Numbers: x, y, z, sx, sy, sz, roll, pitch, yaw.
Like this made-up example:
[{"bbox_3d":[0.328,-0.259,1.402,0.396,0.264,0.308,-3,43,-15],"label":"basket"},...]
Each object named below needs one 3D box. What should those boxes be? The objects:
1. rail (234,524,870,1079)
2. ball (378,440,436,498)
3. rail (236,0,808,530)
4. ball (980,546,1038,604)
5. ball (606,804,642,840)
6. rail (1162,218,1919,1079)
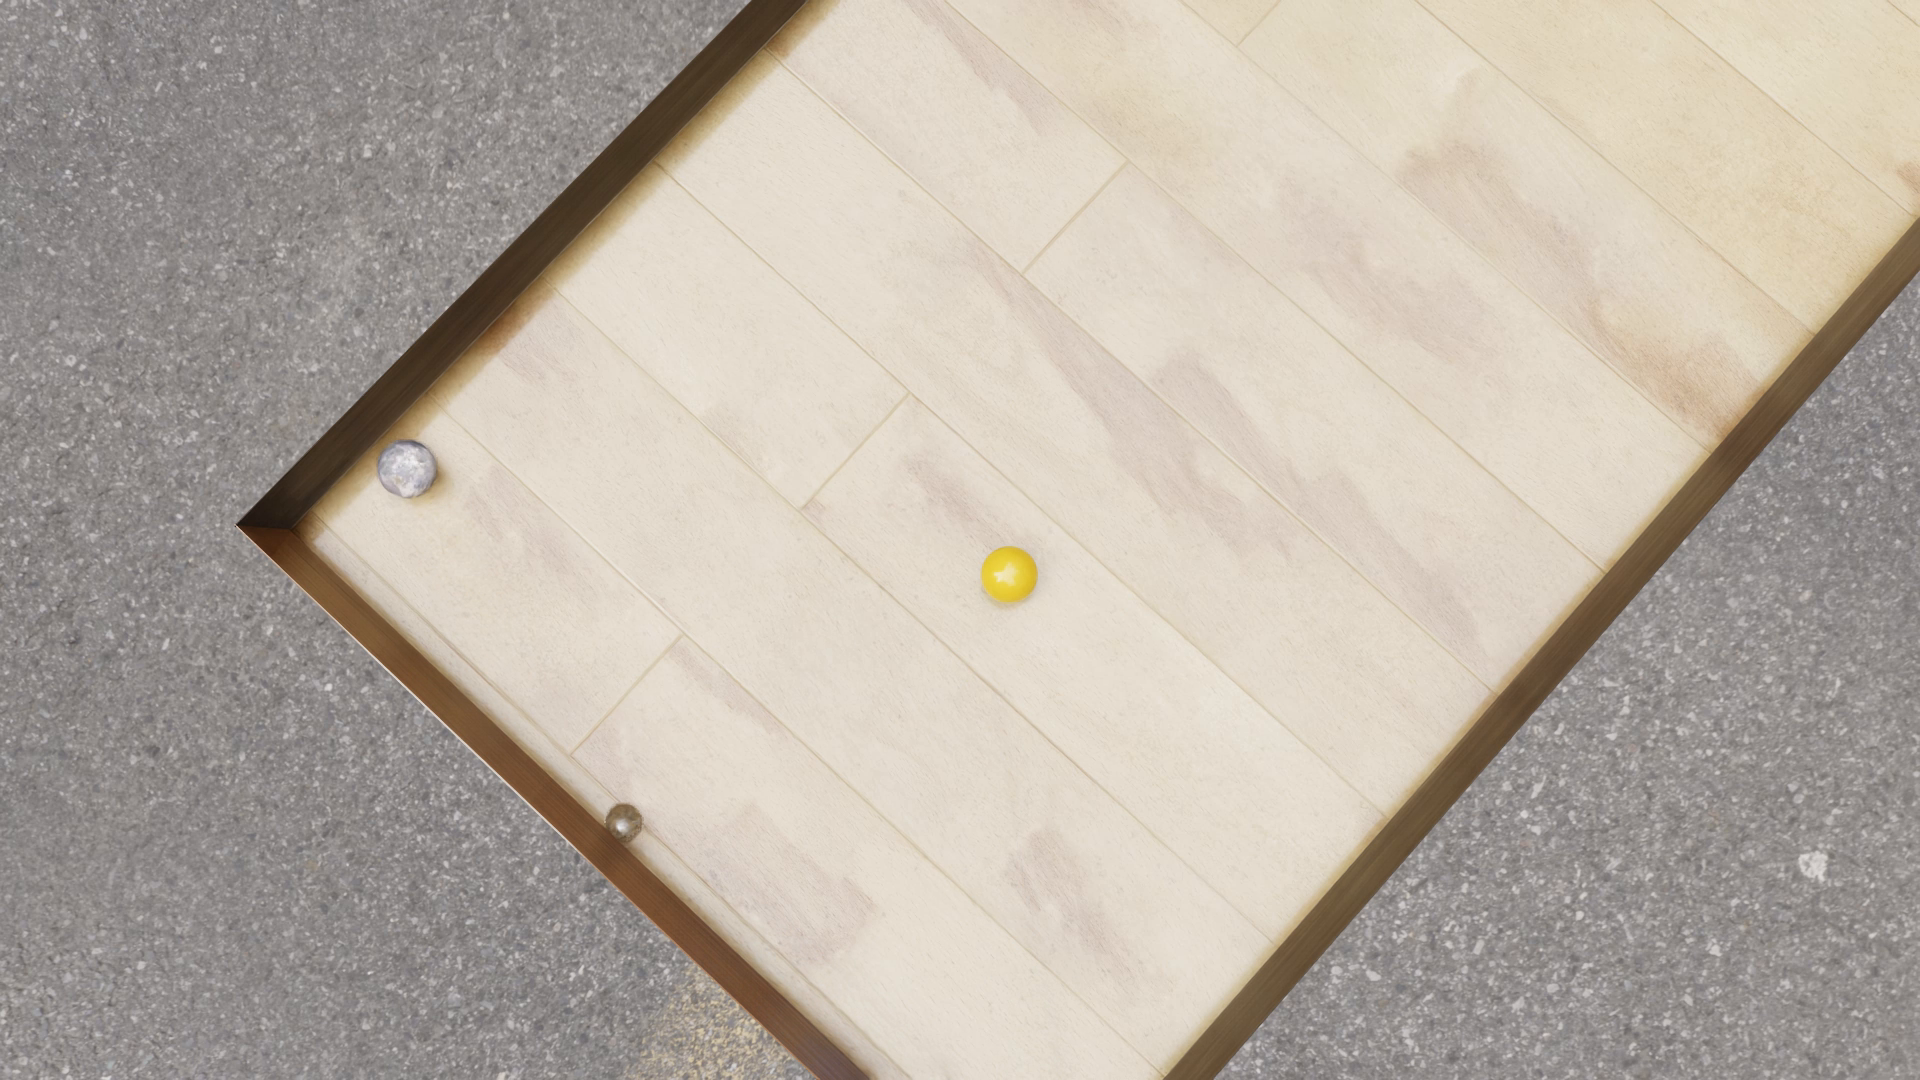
[{"bbox_3d":[-0.462,0.495,3.173,1.572,0.113,0.045,42,83,6],"label":"rail"},{"bbox_3d":[-0.826,-0.106,3.287,0.087,0.087,0.087,0,81,0],"label":"ball"},{"bbox_3d":[-0.084,-1.026,3.426,0.045,0.113,2.831,42,83,6],"label":"rail"},{"bbox_3d":[0.073,0.051,3.262,0.086,0.086,0.086,0,81,0],"label":"ball"},{"bbox_3d":[-0.491,0.413,3.218,0.054,0.054,0.054,0,81,0],"label":"ball"},{"bbox_3d":[1.040,-0.010,3.257,0.045,0.113,2.831,42,83,6],"label":"rail"}]
